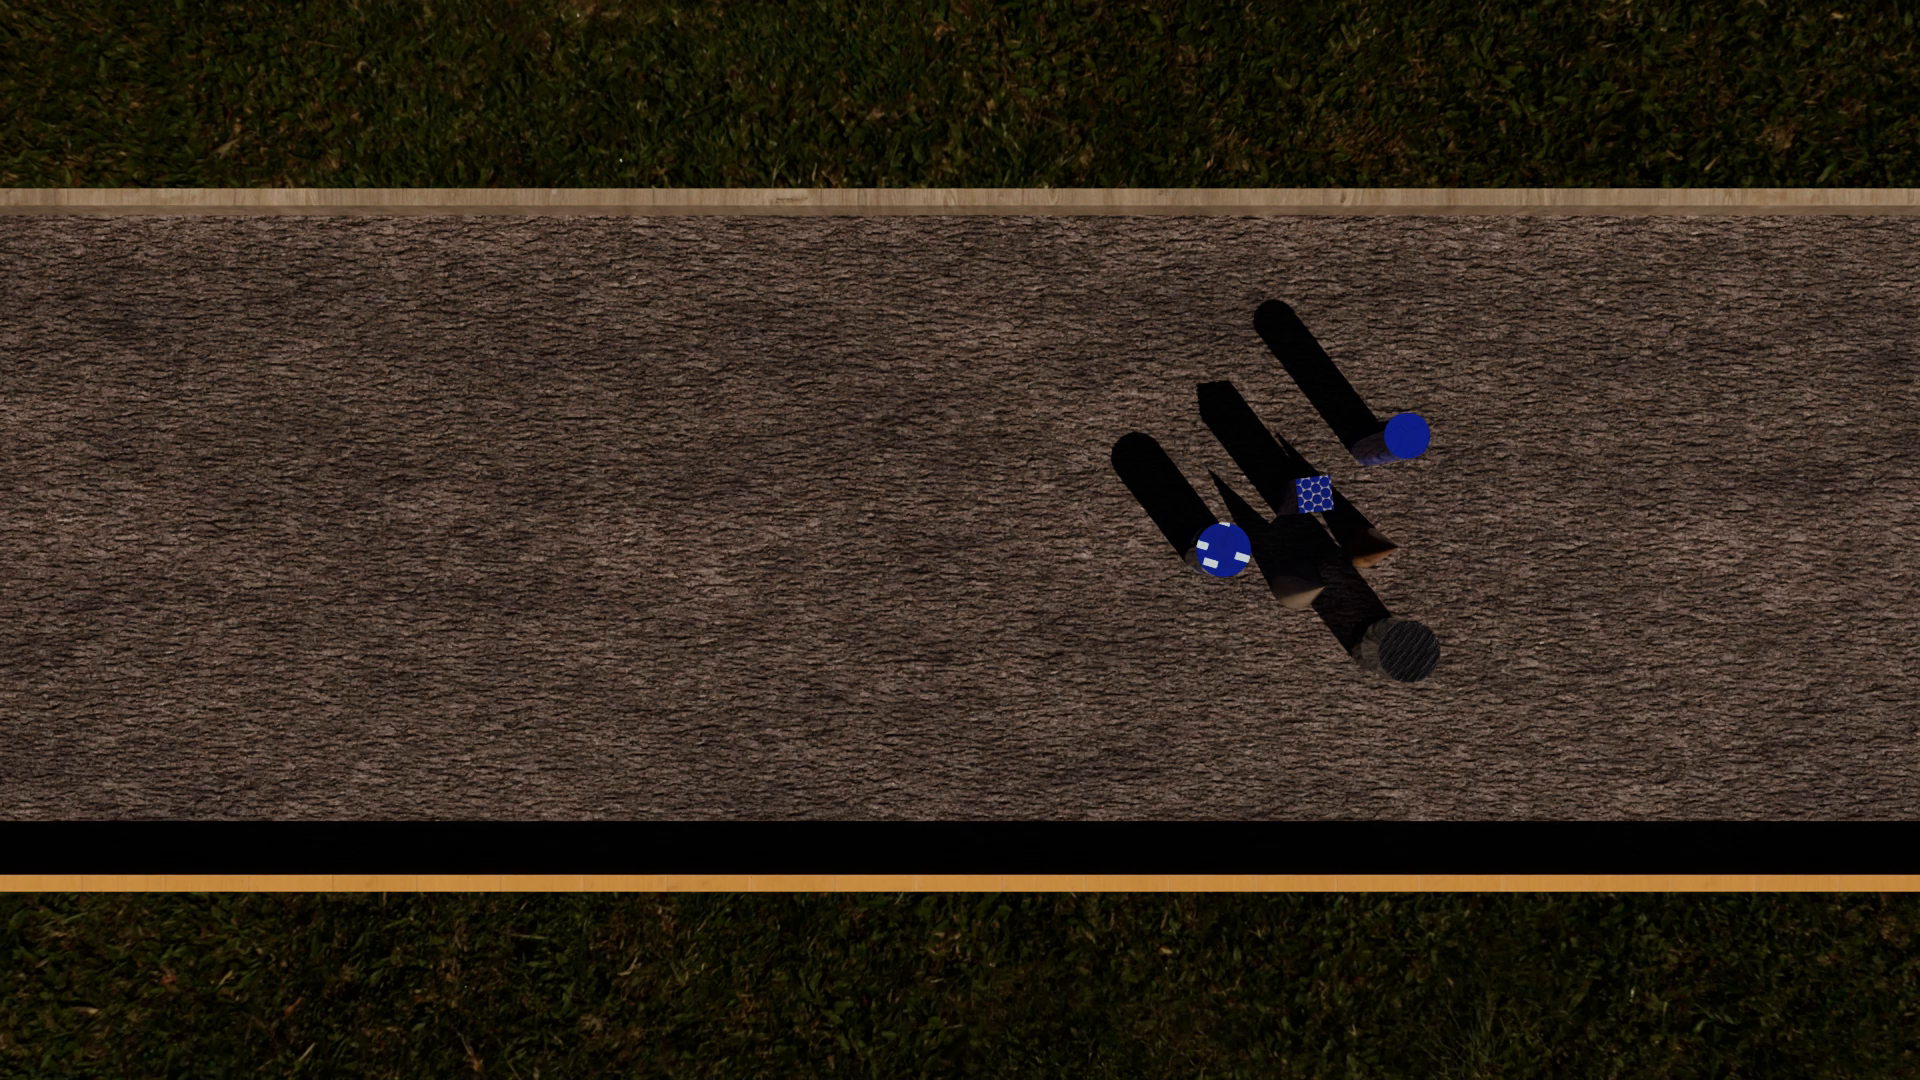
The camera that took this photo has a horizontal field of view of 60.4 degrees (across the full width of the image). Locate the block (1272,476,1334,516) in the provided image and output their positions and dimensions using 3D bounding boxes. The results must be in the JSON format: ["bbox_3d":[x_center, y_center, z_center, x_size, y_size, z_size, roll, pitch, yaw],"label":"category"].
[{"bbox_3d":[1.019,-0.131,4.907,0.101,0.339,0.101,-7,90,0],"label":"block"}]

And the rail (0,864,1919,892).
[{"bbox_3d":[-2.247,1.025,5.001,12.000,0.150,0.050,0,90,0],"label":"rail"}]

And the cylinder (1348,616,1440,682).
[{"bbox_3d":[1.285,0.320,4.896,0.177,0.361,0.177,0,90,0],"label":"cylinder"}]

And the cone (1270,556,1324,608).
[{"bbox_3d":[1.035,0.132,4.875,0.160,0.402,0.160,0,90,0],"label":"cone"}]

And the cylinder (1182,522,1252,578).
[{"bbox_3d":[0.762,0.028,4.920,0.158,0.312,0.158,0,90,0],"label":"cylinder"}]

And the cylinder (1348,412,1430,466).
[{"bbox_3d":[1.262,-0.294,4.865,0.130,0.422,0.130,0,90,0],"label":"cylinder"}]

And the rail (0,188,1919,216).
[{"bbox_3d":[-2.247,-1.025,5.002,12.000,0.150,0.050,0,90,0],"label":"rail"}]

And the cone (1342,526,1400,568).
[{"bbox_3d":[1.244,0.020,4.873,0.132,0.408,0.132,0,90,0],"label":"cone"}]
